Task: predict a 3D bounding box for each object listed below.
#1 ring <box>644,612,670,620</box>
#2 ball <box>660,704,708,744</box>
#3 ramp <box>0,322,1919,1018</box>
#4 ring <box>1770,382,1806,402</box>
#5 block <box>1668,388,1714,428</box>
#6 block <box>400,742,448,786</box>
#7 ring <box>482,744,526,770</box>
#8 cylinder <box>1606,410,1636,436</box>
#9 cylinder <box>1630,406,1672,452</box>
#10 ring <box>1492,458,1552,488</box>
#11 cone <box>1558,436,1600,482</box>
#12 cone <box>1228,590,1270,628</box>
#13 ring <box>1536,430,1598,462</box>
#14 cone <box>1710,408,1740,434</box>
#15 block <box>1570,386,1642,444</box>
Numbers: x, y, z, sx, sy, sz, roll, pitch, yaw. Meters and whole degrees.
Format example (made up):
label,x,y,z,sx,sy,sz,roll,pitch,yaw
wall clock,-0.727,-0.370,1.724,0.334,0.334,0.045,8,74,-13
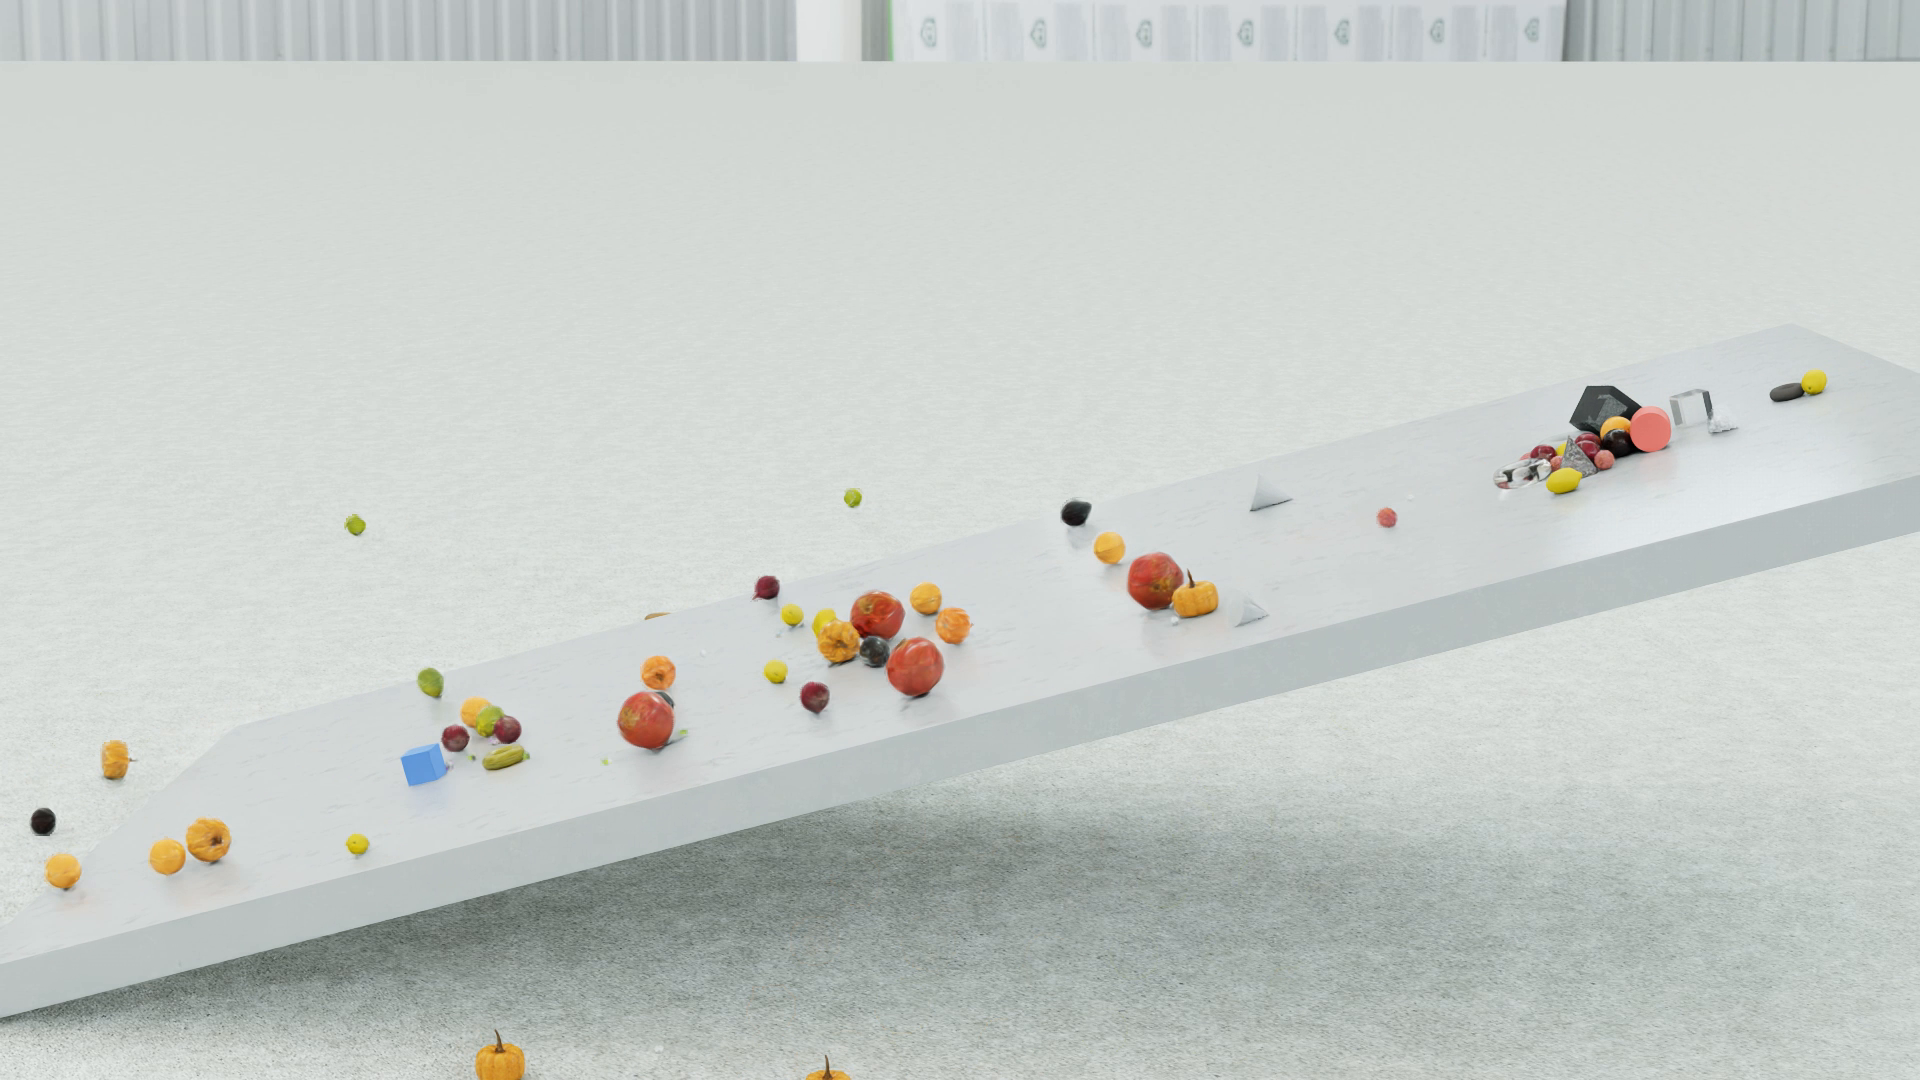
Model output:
label,x,y,z,sx,sy,sz,roll,pitch,yaw
ring,-0.925,0.253,9.160,0.117,0.039,0.117,1,10,0
ball,-0.549,0.374,5.843,0.095,0.095,0.095,0,10,0
ramp,0.079,0.191,6.331,4.000,0.100,2.000,-15,9,4
ring,1.754,-0.314,6.234,0.075,0.025,0.075,-16,10,3
block,1.552,-0.279,6.235,0.064,0.064,0.064,-16,9,-7
block,-1.115,0.466,6.113,0.064,0.064,0.064,-13,9,11
ring,-0.939,0.447,6.049,0.093,0.031,0.093,-16,10,3
cylinder,1.424,-0.251,6.306,0.053,0.053,0.053,-5,7,-25
cylinder,1.429,-0.230,6.085,0.082,0.082,0.082,2,13,12
ring,1.164,-0.138,6.093,0.123,0.041,0.123,-16,8,2
cone,1.254,-0.174,6.014,0.087,0.087,0.087,-15,9,2
cone,0.548,0.134,5.496,0.072,0.072,0.072,10,6,-19
ring,1.289,-0.198,6.244,0.132,0.044,0.132,-14,10,2
cone,1.581,-0.239,6.064,0.057,0.057,0.057,18,16,21
block,1.371,-0.266,6.245,0.091,0.091,0.091,32,-11,-22
